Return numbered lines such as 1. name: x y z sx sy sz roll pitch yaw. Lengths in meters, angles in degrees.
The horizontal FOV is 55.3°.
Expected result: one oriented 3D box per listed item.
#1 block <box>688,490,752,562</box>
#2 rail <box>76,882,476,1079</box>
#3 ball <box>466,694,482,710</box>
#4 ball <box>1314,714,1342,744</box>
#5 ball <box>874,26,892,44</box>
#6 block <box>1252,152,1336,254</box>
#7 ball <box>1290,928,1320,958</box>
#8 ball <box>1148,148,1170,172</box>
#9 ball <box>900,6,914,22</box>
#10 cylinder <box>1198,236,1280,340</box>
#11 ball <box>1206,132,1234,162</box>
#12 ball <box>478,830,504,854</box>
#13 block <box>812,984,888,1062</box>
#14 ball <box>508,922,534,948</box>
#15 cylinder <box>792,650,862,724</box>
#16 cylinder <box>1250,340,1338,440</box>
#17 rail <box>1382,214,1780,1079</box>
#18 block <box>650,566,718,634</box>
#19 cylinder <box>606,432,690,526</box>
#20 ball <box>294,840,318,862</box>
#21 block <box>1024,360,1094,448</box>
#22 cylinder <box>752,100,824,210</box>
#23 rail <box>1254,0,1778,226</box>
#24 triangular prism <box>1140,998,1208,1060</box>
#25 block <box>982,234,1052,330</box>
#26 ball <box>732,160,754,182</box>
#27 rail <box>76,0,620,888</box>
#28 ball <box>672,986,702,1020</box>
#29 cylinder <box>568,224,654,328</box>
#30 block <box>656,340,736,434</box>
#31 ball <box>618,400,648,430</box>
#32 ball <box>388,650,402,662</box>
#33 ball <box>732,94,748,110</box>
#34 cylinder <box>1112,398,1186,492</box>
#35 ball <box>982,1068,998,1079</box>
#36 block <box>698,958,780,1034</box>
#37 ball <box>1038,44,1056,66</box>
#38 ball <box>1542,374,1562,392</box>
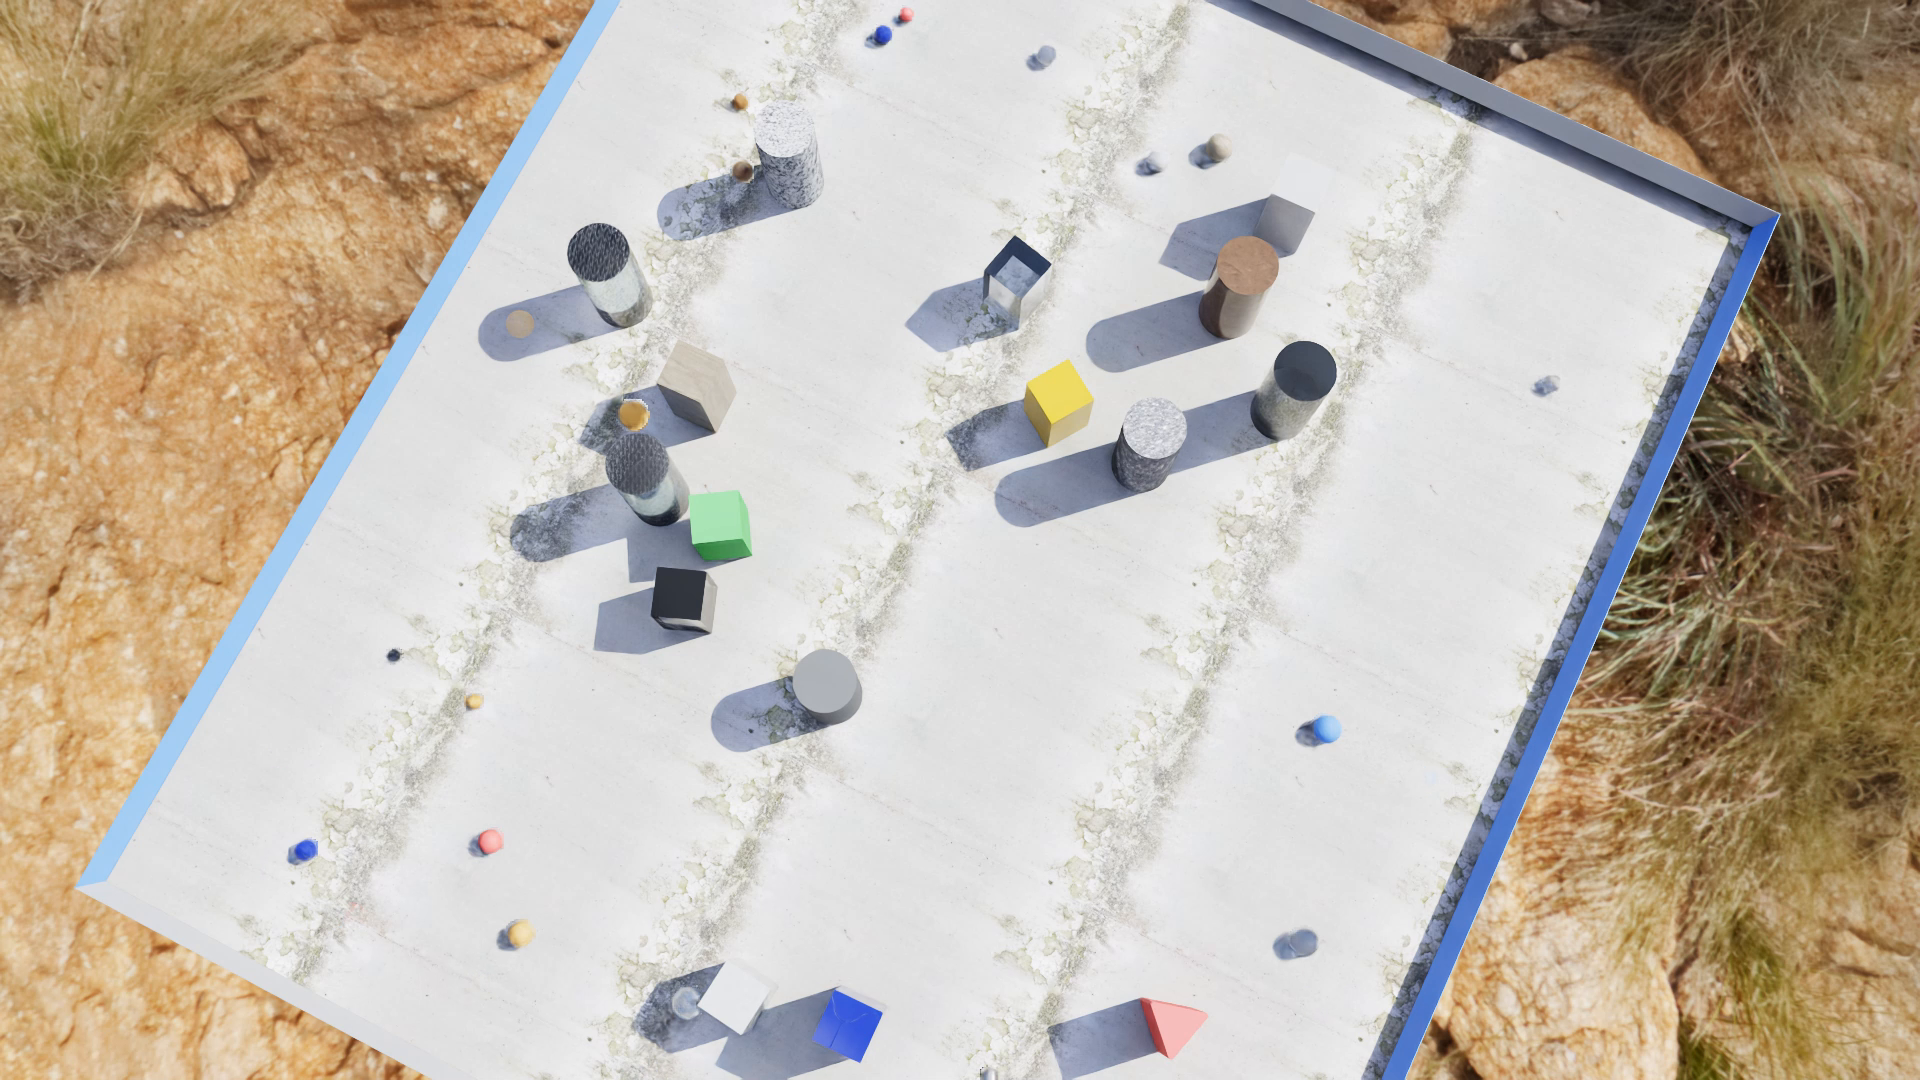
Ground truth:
1. block: -0.716 -0.041 5.490 0.146 0.264 0.146 -6 78 -1
2. rail: -0.913 1.795 5.184 3.649 0.119 0.045 26 80 5
3. ball: -1.455 0.486 5.492 0.048 0.048 0.048 0 78 0
4. ball: 1.095 0.563 5.457 0.084 0.084 0.084 0 78 0
5. ball: -0.247 -1.634 5.924 0.058 0.058 0.058 0 78 0
6. block: 1.026 -1.036 5.652 0.146 0.350 0.146 25 79 5
7. ball: 1.004 1.171 5.332 0.082 0.082 0.082 0 78 0
8. ball: 0.631 -1.208 5.829 0.072 0.072 0.072 0 78 0
9. ball: -0.173 -1.705 5.944 0.048 0.048 0.048 0 78 0
10. cylinder: 0.842 -0.761 5.561 0.183 0.416 0.183 0 78 0
11. ball: 0.826 -1.250 5.830 0.088 0.088 0.088 0 78 0
12. ball: -1.382 0.888 5.396 0.072 0.072 0.072 0 78 0
13. block: -0.306 1.357 5.153 0.146 0.357 0.146 24 79 5
14. ball: -1.281 1.150 5.340 0.075 0.075 0.075 0 78 0
15. cylinder: -0.384 0.433 5.365 0.183 0.317 0.183 0 78 0
16. cylinder: 0.994 -0.442 5.485 0.183 0.436 0.183 0 78 0
17. rail: 1.611 0.795 5.390 0.045 0.119 4.131 26 80 5
18. block: -0.818 0.181 5.452 0.146 0.248 0.146 6 78 1
19. cylinder: -0.921 -0.174 5.434 0.183 0.428 0.183 0 78 0
20. ball: -1.926 0.914 5.394 0.064 0.064 0.064 0 78 0
21. block: 0.296 -0.410 5.553 0.146 0.289 0.146 -30 80 -6
22. cylinder: -0.525 -1.184 5.654 0.183 0.405 0.183 0 78 0
23. rail: 0.913 -1.782 5.923 3.649 0.119 0.045 26 80 5
24. triangular prism: 0.577 1.347 5.176 0.137 0.318 0.158 41 81 8
25. block: 0.174 -0.788 5.631 0.146 0.290 0.146 39 81 7
26. ball: -0.691 -1.173 5.824 0.068 0.068 0.068 0 78 0
27. rail: -1.611 -0.782 5.716 0.045 0.119 4.131 26 80 5
28. ball: -0.787 1.337 5.293 0.091 0.091 0.091 0 78 0
29. cylinder: -1.058 -0.798 5.565 0.183 0.423 0.183 0 78 0
30. block: -0.792 -0.460 5.534 0.146 0.348 0.146 24 79 5
31. ball: -1.008 -0.386 5.651 0.088 0.088 0.088 0 78 0
32. ball: -1.705 0.350 5.523 0.041 0.041 0.041 0 78 0
33. ball: -0.705 -1.407 5.882 0.049 0.049 0.049 0 78 0
34. cylinder: 0.559 -0.279 5.459 0.183 0.422 0.183 0 78 0
35. ball: 0.087 1.542 5.273 0.049 0.049 0.049 0 78 0
36. block: -0.625 1.294 5.209 0.146 0.274 0.146 32 80 6
37. ball: 0.280 -1.563 5.907 0.063 0.063 0.063 0 78 0
38. ball: 1.837 -0.485 5.688 0.056 0.056 0.056 0 78 0
